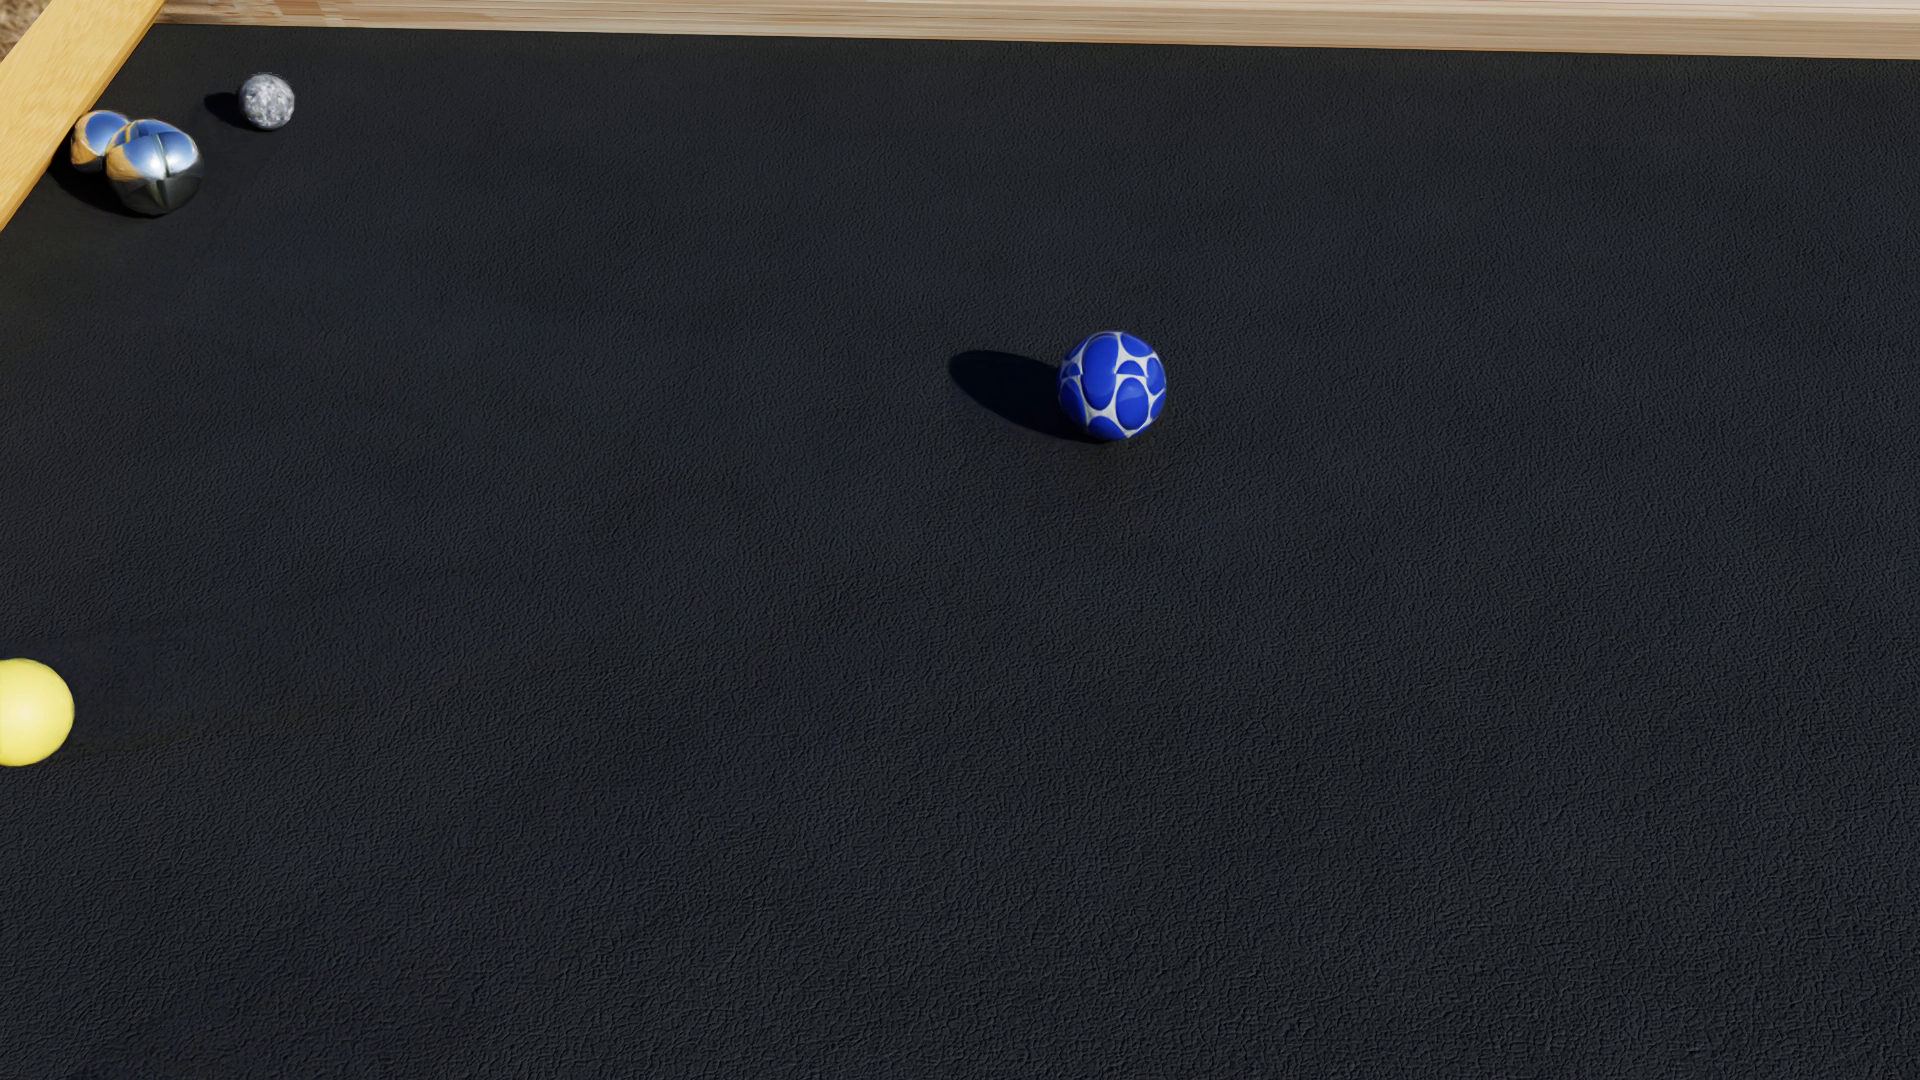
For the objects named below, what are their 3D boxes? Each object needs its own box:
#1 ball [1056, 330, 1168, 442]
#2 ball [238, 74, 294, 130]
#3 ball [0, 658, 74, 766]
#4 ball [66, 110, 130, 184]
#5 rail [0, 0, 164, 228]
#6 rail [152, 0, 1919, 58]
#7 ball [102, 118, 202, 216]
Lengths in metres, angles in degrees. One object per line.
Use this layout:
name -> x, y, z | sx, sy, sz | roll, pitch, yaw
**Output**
ball -> 0.113, -0.114, 1.905 | 0.082, 0.082, 0.082 | 0, 36, 0
ball -> -0.630, -0.398, 2.330 | 0.050, 0.050, 0.050 | 0, 36, 0
ball -> -0.591, 0.108, 1.607 | 0.068, 0.068, 0.068 | 0, 36, 0
ball -> -0.747, -0.343, 2.241 | 0.064, 0.064, 0.064 | 0, 36, 0
rail -> -0.817, -0.045, 1.774 | 0.045, 0.119, 1.775 | 2, 36, 2
rail -> 0.883, -0.499, 2.411 | 3.369, 0.119, 0.045 | 2, 36, 2
ball -> -0.690, -0.319, 2.192 | 0.082, 0.082, 0.082 | 0, 36, 0
